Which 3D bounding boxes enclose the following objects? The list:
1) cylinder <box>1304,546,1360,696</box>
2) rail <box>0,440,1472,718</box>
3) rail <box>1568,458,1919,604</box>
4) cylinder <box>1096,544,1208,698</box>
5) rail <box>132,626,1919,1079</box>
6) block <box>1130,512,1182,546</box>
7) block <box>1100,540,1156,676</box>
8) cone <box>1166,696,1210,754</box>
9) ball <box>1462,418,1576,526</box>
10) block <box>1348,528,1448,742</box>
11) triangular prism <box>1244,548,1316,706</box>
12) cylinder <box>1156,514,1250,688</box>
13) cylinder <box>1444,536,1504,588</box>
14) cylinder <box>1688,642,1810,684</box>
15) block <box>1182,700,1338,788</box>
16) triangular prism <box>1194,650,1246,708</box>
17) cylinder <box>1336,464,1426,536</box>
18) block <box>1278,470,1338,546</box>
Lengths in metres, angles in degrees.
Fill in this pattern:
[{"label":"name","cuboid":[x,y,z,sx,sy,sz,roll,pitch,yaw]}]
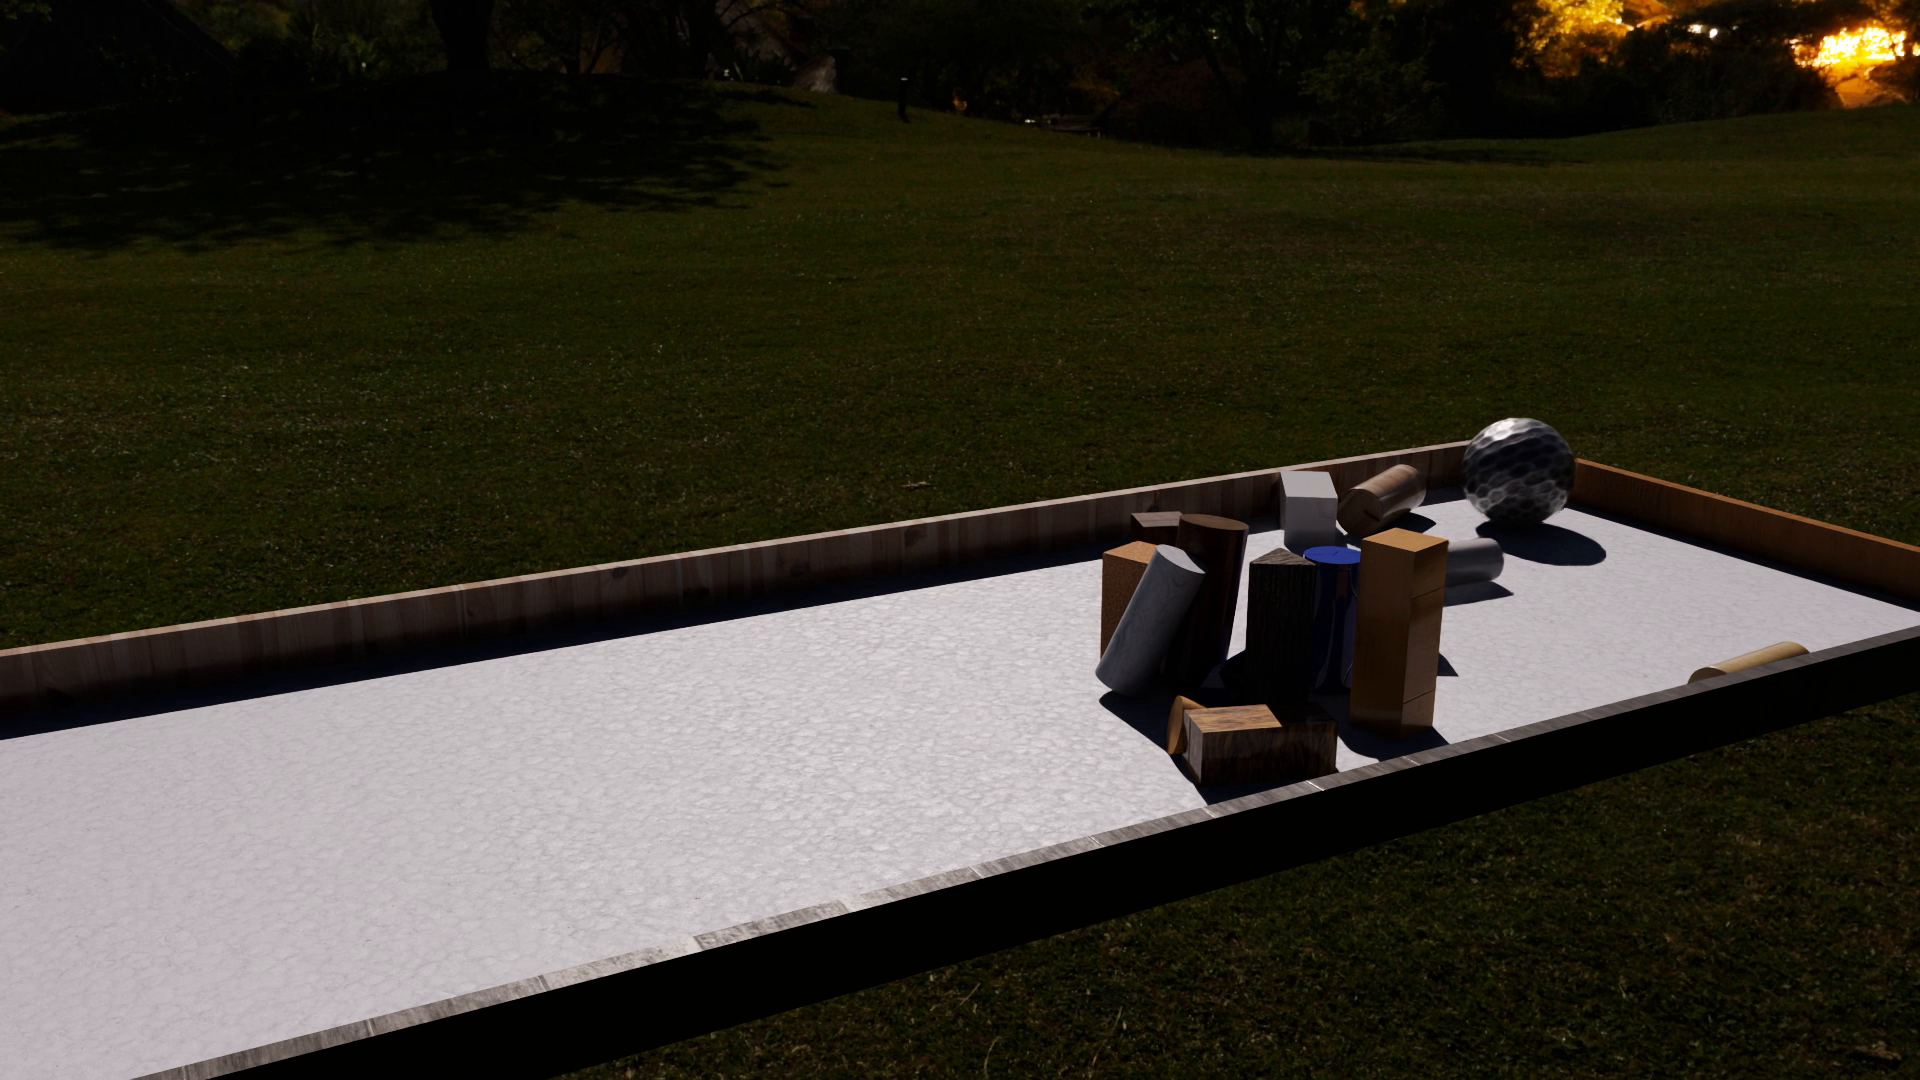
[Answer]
[{"label":"cylinder","cuboid":[0.916,0.199,4.078,0.150,0.338,0.150,0,16,0]},{"label":"rail","cuboid":[-3.305,0.497,3.399,12.000,0.150,0.050,-9,18,-27]},{"label":"rail","cuboid":[2.466,-0.048,5.253,0.050,0.150,2.100,-9,18,-27]},{"label":"cylinder","cuboid":[0.463,0.198,4.006,0.135,0.356,0.135,22,19,-8]},{"label":"rail","cuboid":[-2.336,1.006,1.665,12.000,0.150,0.050,-9,18,-27]},{"label":"block","cuboid":[0.545,0.091,4.498,0.137,0.308,0.137,-2,17,-8]},{"label":"block","cuboid":[0.463,0.177,4.209,0.146,0.305,0.146,15,22,41]},{"label":"cone","cuboid":[0.651,0.446,3.721,0.345,0.135,0.135,10,16,-5]},{"label":"ball","cuboid":[1.855,-0.226,5.481,0.363,0.363,0.363,0,16,0]},{"label":"block","cuboid":[1.011,0.217,3.808,0.139,0.455,0.139,-15,22,-41]},{"label":"triangular prism","cuboid":[0.743,0.229,3.863,0.147,0.402,0.128,2,17,7]},{"label":"cylinder","cuboid":[0.602,0.149,4.101,0.172,0.400,0.172,7,12,-1]},{"label":"cylinder","cuboid":[1.407,0.078,4.863,0.391,0.128,0.128,-8,18,-24]},{"label":"cylinder","cuboid":[1.907,0.339,3.968,0.326,0.133,0.133,-11,19,-32]},{"label":"block","cuboid":[0.655,0.446,3.611,0.306,0.128,0.128,-3,17,-10]},{"label":"triangular prism","cuboid":[0.693,0.326,4.011,0.145,0.125,0.305,12,20,36]},{"label":"cylinder","cuboid":[1.412,-0.135,5.525,0.163,0.163,0.396,11,20,33]},{"label":"block","cuboid":[1.142,-0.107,5.432,0.161,0.161,0.345,2,17,7]}]
